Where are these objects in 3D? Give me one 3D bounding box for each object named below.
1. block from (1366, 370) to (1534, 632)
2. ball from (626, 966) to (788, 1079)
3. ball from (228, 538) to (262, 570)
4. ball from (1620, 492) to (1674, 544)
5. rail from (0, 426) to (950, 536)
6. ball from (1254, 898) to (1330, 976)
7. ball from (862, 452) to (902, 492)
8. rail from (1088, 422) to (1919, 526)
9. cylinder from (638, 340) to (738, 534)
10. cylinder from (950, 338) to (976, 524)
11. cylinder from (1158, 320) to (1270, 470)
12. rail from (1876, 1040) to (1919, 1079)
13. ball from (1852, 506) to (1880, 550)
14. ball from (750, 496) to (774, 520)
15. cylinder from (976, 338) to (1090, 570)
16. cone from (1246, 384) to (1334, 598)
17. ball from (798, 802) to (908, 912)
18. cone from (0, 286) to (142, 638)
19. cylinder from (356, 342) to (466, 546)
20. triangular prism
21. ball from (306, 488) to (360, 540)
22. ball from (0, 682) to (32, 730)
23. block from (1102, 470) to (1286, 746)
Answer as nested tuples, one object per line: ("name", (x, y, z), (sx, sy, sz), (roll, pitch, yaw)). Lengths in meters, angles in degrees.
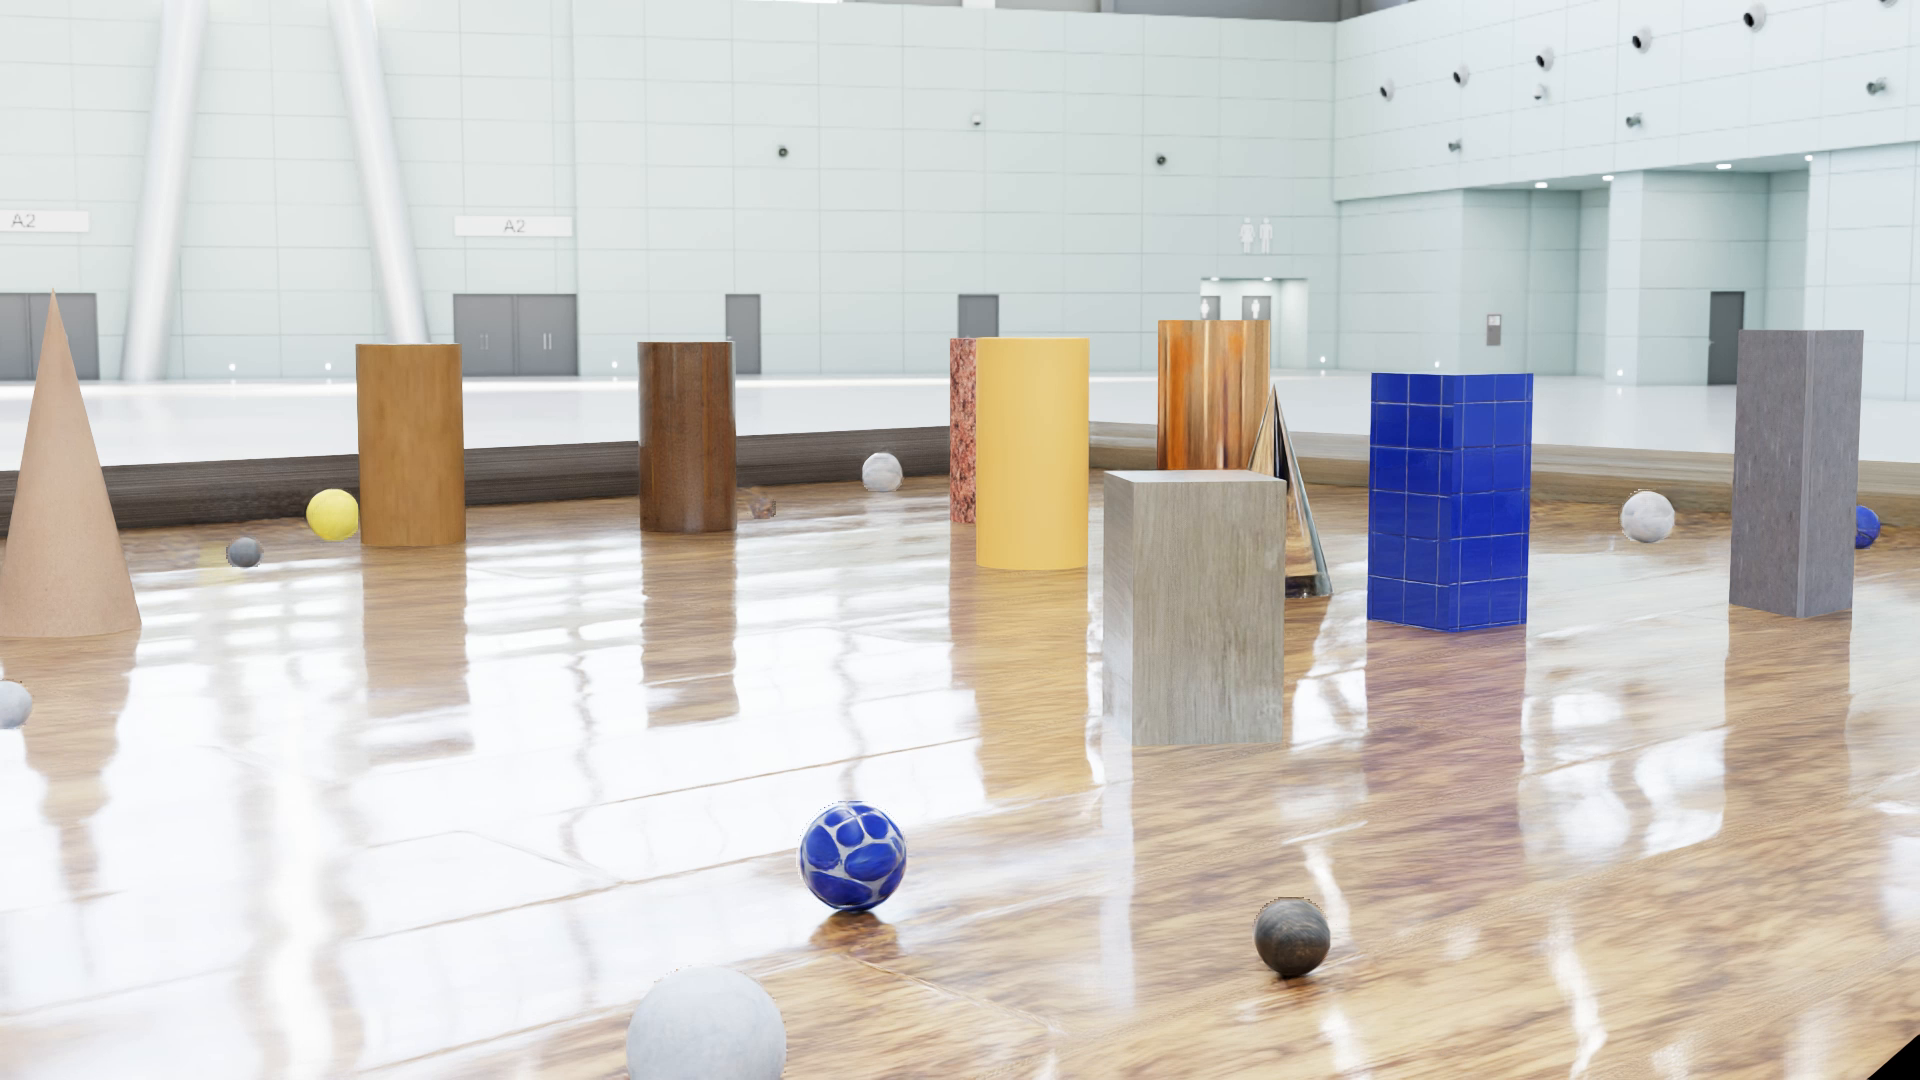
("block", (0.699, -0.060, 3.144), (0.159, 0.357, 0.159), (-4, 7, -34))
("ball", (-0.138, 0.277, 1.201), (0.088, 0.088, 0.088), (0, 6, 0))
("ball", (-1.237, 0.023, 3.805), (0.054, 0.054, 0.054), (0, 6, 0))
("ball", (1.322, -0.043, 4.226), (0.099, 0.099, 0.099), (0, 6, 0))
("rail", (-1.359, -0.119, 4.796), (4.598, 0.129, 0.045), (-5, 8, -42))
("ball", (0.224, 0.267, 1.479), (0.051, 0.051, 0.051), (0, 6, 0))
("ball", (-0.192, -0.165, 5.399), (0.099, 0.099, 0.099), (0, 6, 0))
("rail", (1.672, -0.126, 4.866), (0.045, 0.129, 4.055), (-5, 8, -42))
("cylinder", (-0.557, -0.214, 4.496), (0.199, 0.383, 0.199), (0, 6, 0))
("cylinder", (0.078, -0.235, 4.685), (0.199, 0.386, 0.199), (0, 6, 0))
("cylinder", (0.453, -0.179, 3.937), (0.199, 0.428, 0.199), (0, 6, 0))
("rail", (1.359, 0.186, 1.867), (4.598, 0.129, 0.045), (-5, 8, -42))
("ball", (1.678, -0.024, 4.116), (0.083, 0.083, 0.083), (0, 6, 0))
("ball", (-0.422, -0.068, 4.701), (0.050, 0.050, 0.050), (0, 6, 0))
("cylinder", (0.127, -0.156, 3.870), (0.199, 0.397, 0.199), (0, 6, 0))
("cone", (0.497, -0.085, 3.499), (0.199, 0.333, 0.199), (0, 6, 0))
("ball", (-0.080, 0.236, 1.635), (0.081, 0.081, 0.081), (0, 6, 0))
("cone", (-1.261, -0.115, 3.082), (0.199, 0.480, 0.199), (0, 6, 0))
("cylinder", (-1.063, -0.189, 4.257), (0.199, 0.382, 0.199), (0, 6, 0))
("triangular prism", (1.229, -0.105, 3.287), (0.149, 0.416, 0.172), (6, 8, 45))
("ball", (-1.208, -0.050, 4.238), (0.099, 0.099, 0.099), (0, 6, 0))
("ball", (-1.016, 0.177, 2.342), (0.052, 0.052, 0.052), (0, 6, 0))
("block", (0.245, 0.067, 2.333), (0.159, 0.271, 0.159), (-1, 6, -7))
